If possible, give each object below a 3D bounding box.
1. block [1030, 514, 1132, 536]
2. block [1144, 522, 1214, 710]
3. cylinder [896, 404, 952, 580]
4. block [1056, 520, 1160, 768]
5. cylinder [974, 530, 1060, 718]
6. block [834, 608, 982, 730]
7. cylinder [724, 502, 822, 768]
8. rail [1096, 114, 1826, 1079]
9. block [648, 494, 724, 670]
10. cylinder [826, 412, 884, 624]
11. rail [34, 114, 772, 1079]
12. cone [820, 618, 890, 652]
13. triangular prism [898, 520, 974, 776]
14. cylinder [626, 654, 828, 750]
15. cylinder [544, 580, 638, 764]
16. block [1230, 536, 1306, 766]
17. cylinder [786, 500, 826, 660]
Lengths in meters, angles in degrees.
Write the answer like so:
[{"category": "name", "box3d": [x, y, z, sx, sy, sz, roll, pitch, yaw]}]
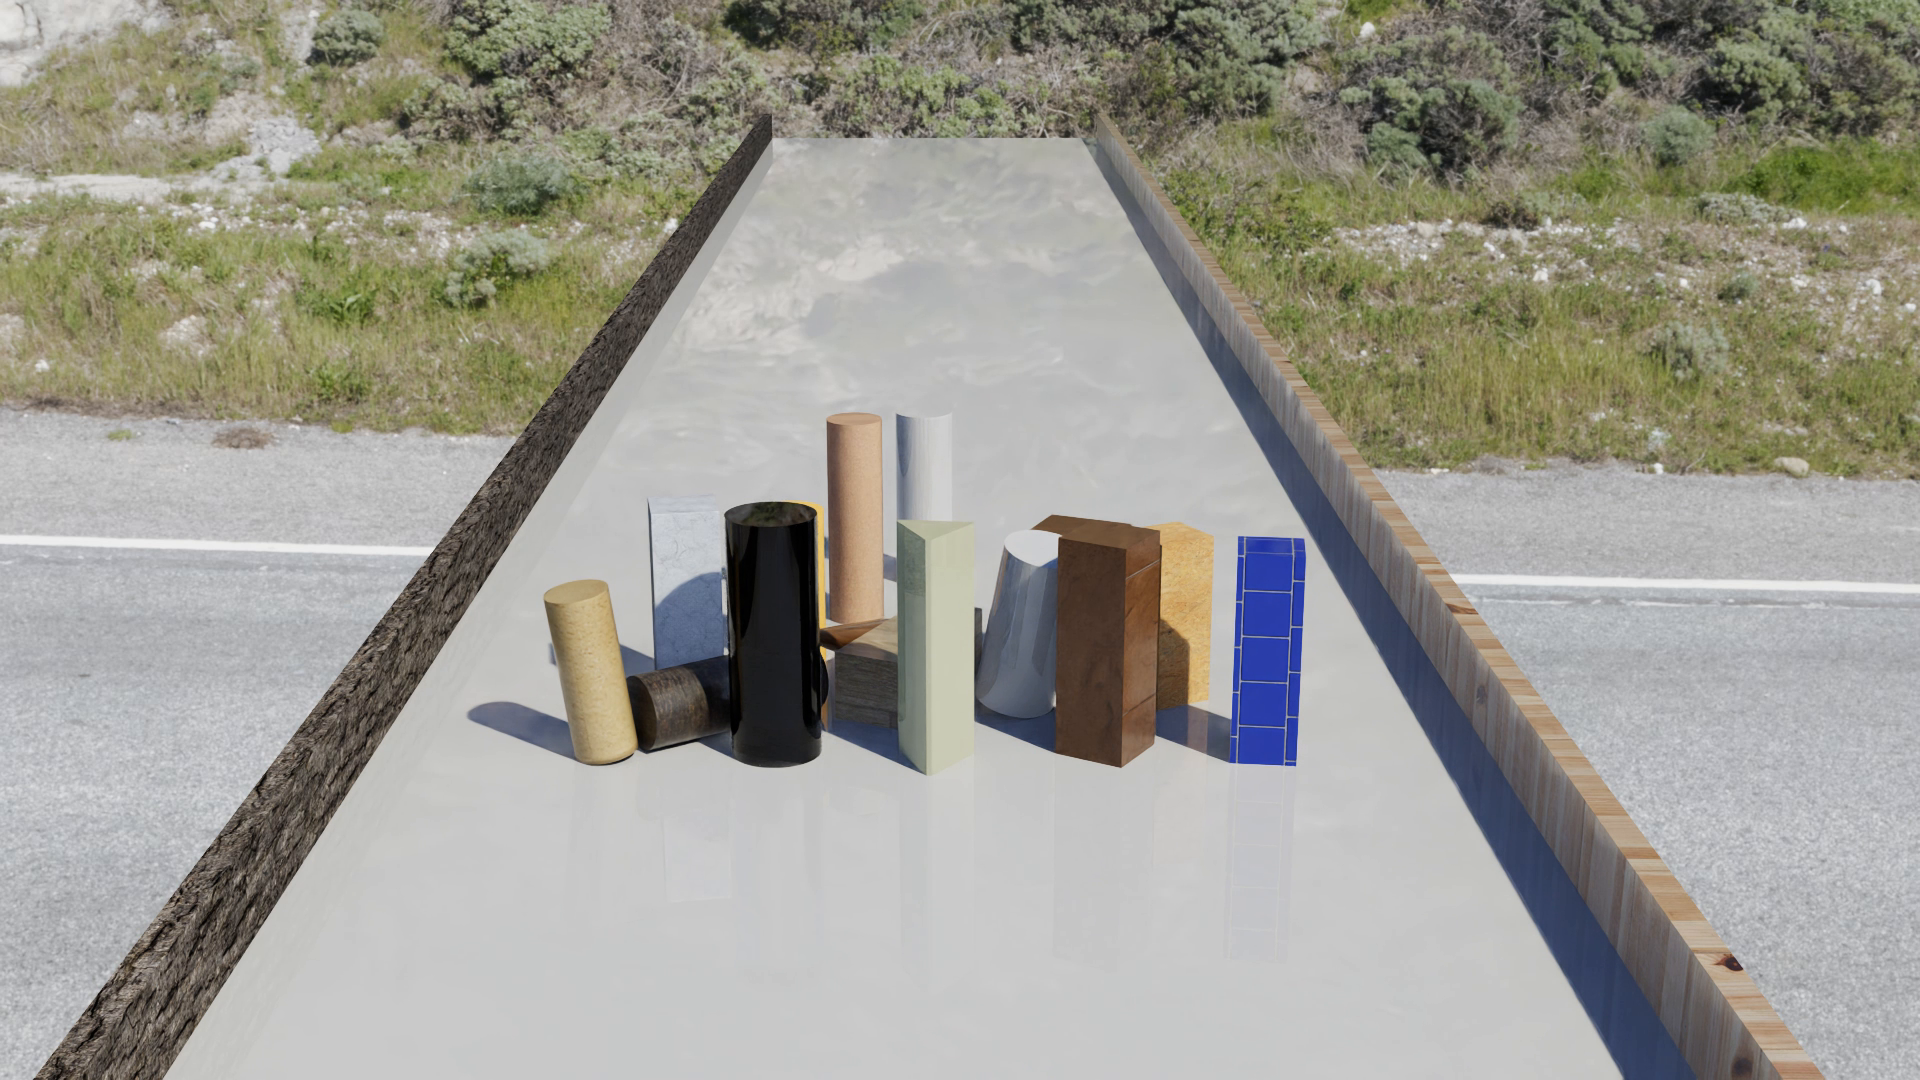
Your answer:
[{"category": "block", "box3d": [0.222, 0.130, 4.247, 0.165, 0.310, 0.165, 7, 18, 23]}, {"category": "block", "box3d": [0.395, 0.143, 4.175, 0.118, 0.325, 0.118, -9, 19, -28]}, {"category": "cylinder", "box3d": [-0.080, -0.097, 4.875, 0.124, 0.386, 0.124, 0, 17, 0]}, {"category": "block", "box3d": [0.262, 0.183, 3.905, 0.133, 0.403, 0.133, 10, 19, 30]}, {"category": "cylinder", "box3d": [0.130, 0.157, 4.099, 0.155, 0.315, 0.155, 9, 26, -4]}, {"category": "block", "box3d": [-0.094, 0.233, 4.212, 0.131, 0.131, 0.353, 8, 18, 26]}, {"category": "cylinder", "box3d": [-0.329, 0.167, 3.889, 0.162, 0.443, 0.162, 0, 17, 0]}, {"category": "rail", "box3d": [0.932, -0.844, 7.801, 0.050, 0.150, 12.000, 0, 17, -1]}, {"category": "block", "box3d": [-0.515, 0.120, 4.142, 0.125, 0.389, 0.125, -3, 17, -10]}, {"category": "cylinder", "box3d": [-0.219, -0.044, 4.617, 0.115, 0.432, 0.115, 0, 17, 0]}, {"category": "rail", "box3d": [-1.118, -0.838, 7.780, 0.050, 0.150, 12.000, 0, 17, -1]}, {"category": "cone", "box3d": [-0.232, 0.188, 4.170, 0.101, 0.101, 0.428, 7, -2, 23]}, {"category": "triangular prism", "box3d": [-0.062, 0.181, 3.864, 0.116, 0.430, 0.134, 12, 20, 34]}, {"category": "cylinder", "box3d": [-0.430, 0.281, 4.042, 0.358, 0.137, 0.137, -11, 20, -34]}, {"category": "cylinder", "box3d": [-0.651, 0.233, 3.883, 0.114, 0.307, 0.114, -7, 19, 2]}, {"category": "block", "box3d": [0.543, 0.196, 3.890, 0.117, 0.386, 0.117, 2, 17, 7]}, {"category": "cylinder", "box3d": [-0.335, 0.089, 4.382, 0.131, 0.311, 0.131, 0, 17, 0]}]
